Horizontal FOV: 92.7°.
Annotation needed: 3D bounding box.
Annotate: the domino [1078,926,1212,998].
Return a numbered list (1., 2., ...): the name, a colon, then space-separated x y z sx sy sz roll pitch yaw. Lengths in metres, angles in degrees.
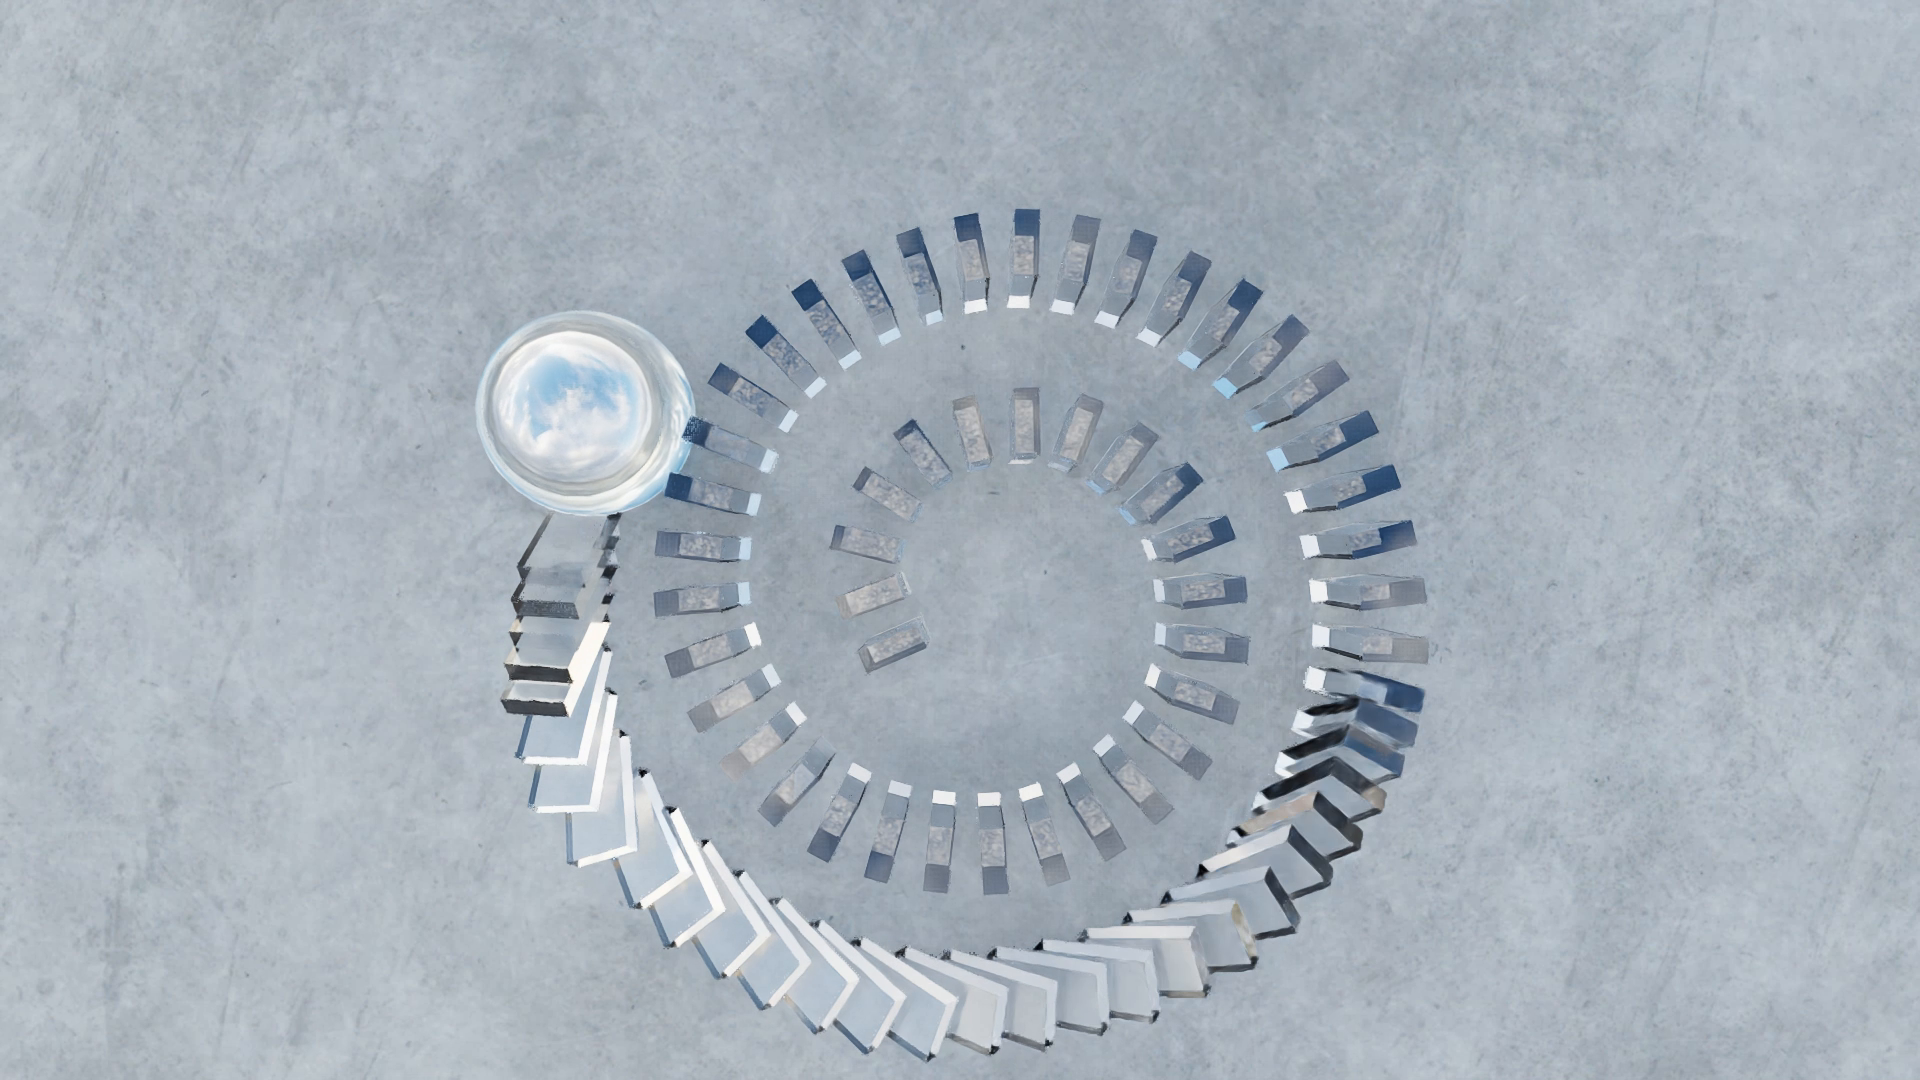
1. domino: 0.077 0.176 0.383 0.050 0.010 0.025 -16 90 32

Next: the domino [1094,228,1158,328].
1. domino: 0.067 -0.106 0.375 0.010 0.050 0.025 19 90 0

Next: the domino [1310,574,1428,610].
1. domino: 0.165 0.021 0.375 0.025 0.050 0.010 -7 90 0

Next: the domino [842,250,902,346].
1. domino: -0.035 -0.098 0.375 0.010 0.050 0.025 -27 90 0

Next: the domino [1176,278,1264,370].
1. domino: 0.105 -0.087 0.375 0.009 0.050 0.025 33 90 0

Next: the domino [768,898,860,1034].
1. domino: -0.068 0.177 0.384 0.050 0.010 0.025 34 90 29

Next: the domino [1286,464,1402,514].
1. domino: 0.155 -0.020 0.375 0.025 0.050 0.010 -20 90 0

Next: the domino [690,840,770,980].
1. domino: -0.104 0.154 0.384 0.025 0.010 0.050 -46 62 0

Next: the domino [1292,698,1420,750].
1. domino: 0.160 0.077 0.375 0.025 0.050 0.009 26 72 0

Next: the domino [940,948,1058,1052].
1. domino: 0.015 0.192 0.384 0.050 0.009 0.025 3 90 29

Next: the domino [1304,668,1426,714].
1. domino: 0.164 0.061 0.375 0.025 0.050 0.009 16 84 0

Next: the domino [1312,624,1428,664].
1. domino: 0.166 0.042 0.375 0.025 0.050 0.009 2 90 0

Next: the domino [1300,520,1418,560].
1. domino: 0.162 0.000 0.375 0.025 0.050 0.009 -14 90 0

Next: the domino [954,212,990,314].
1. domino: 0.005 -0.112 0.375 0.010 0.050 0.025 -11 90 0

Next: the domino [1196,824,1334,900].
1. domino: 0.126 0.139 0.380 0.025 0.009 0.050 46 129 0

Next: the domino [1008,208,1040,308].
1. domino: 0.026 -0.114 0.375 0.009 0.050 0.025 1 90 0

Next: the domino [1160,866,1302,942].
1. domino: 0.112 0.154 0.382 0.050 0.010 0.025 -32 90 36

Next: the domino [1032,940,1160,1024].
1. domino: 0.057 0.184 0.383 0.050 0.009 0.025 -8 90 30

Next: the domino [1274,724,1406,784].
1. domino: 0.154 0.092 0.376 0.025 0.050 0.010 29 61 0

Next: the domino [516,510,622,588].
1. domino: -0.159 -0.002 0.378 0.025 0.050 0.010 4 132 0

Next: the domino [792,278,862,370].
1. domino: -0.054 -0.087 0.375 0.009 0.050 0.025 -34 90 0

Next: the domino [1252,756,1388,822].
1. domino: 0.147 0.108 0.377 0.025 0.050 0.009 36 52 0

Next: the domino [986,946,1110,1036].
1. domino: 0.036 0.188 0.384 0.050 0.010 0.025 -5 90 30

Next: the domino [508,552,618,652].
1. domino: -0.162 0.023 0.378 0.025 0.050 0.010 4 132 0

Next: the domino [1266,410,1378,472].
1. domino: 0.147 -0.040 0.375 0.025 0.050 0.009 -27 90 0

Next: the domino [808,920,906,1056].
1. domino: -0.049 0.186 0.384 0.050 0.009 0.025 30 90 29

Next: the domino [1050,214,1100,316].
1. domino: 0.047 -0.111 0.375 0.010 0.050 0.025 12 90 0

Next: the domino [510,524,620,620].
1. domino: -0.162 0.011 0.378 0.025 0.050 0.009 4 132 0

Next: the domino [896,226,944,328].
1. domino: -0.016 -0.106 0.375 0.010 0.050 0.025 -20 90 0

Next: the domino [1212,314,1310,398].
1. domino: 0.122 -0.074 0.375 0.010 0.050 0.025 42 90 0

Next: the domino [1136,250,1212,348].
1. domino: 0.087 -0.097 0.375 0.010 0.050 0.025 26 90 0

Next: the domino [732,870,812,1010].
1. domino: -0.087 0.167 0.384 0.050 0.010 0.025 41 90 28

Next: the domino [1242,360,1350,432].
1. domino: 0.136 -0.058 0.375 0.025 0.050 0.009 -35 90 0

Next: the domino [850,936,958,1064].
1. domino: -0.028 0.192 0.384 0.050 0.009 0.025 20 90 29

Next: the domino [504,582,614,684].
1. domino: -0.164 0.036 0.378 0.025 0.050 0.009 4 132 0

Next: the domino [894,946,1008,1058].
1. domino: -0.006 0.192 0.384 0.050 0.010 0.025 8 90 29

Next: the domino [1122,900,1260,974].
1. domino: 0.095 0.167 0.382 0.050 0.009 0.025 -22 90 34

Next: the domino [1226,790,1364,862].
1. domino: 0.137 0.124 0.379 0.025 0.009 0.050 42 135 0
